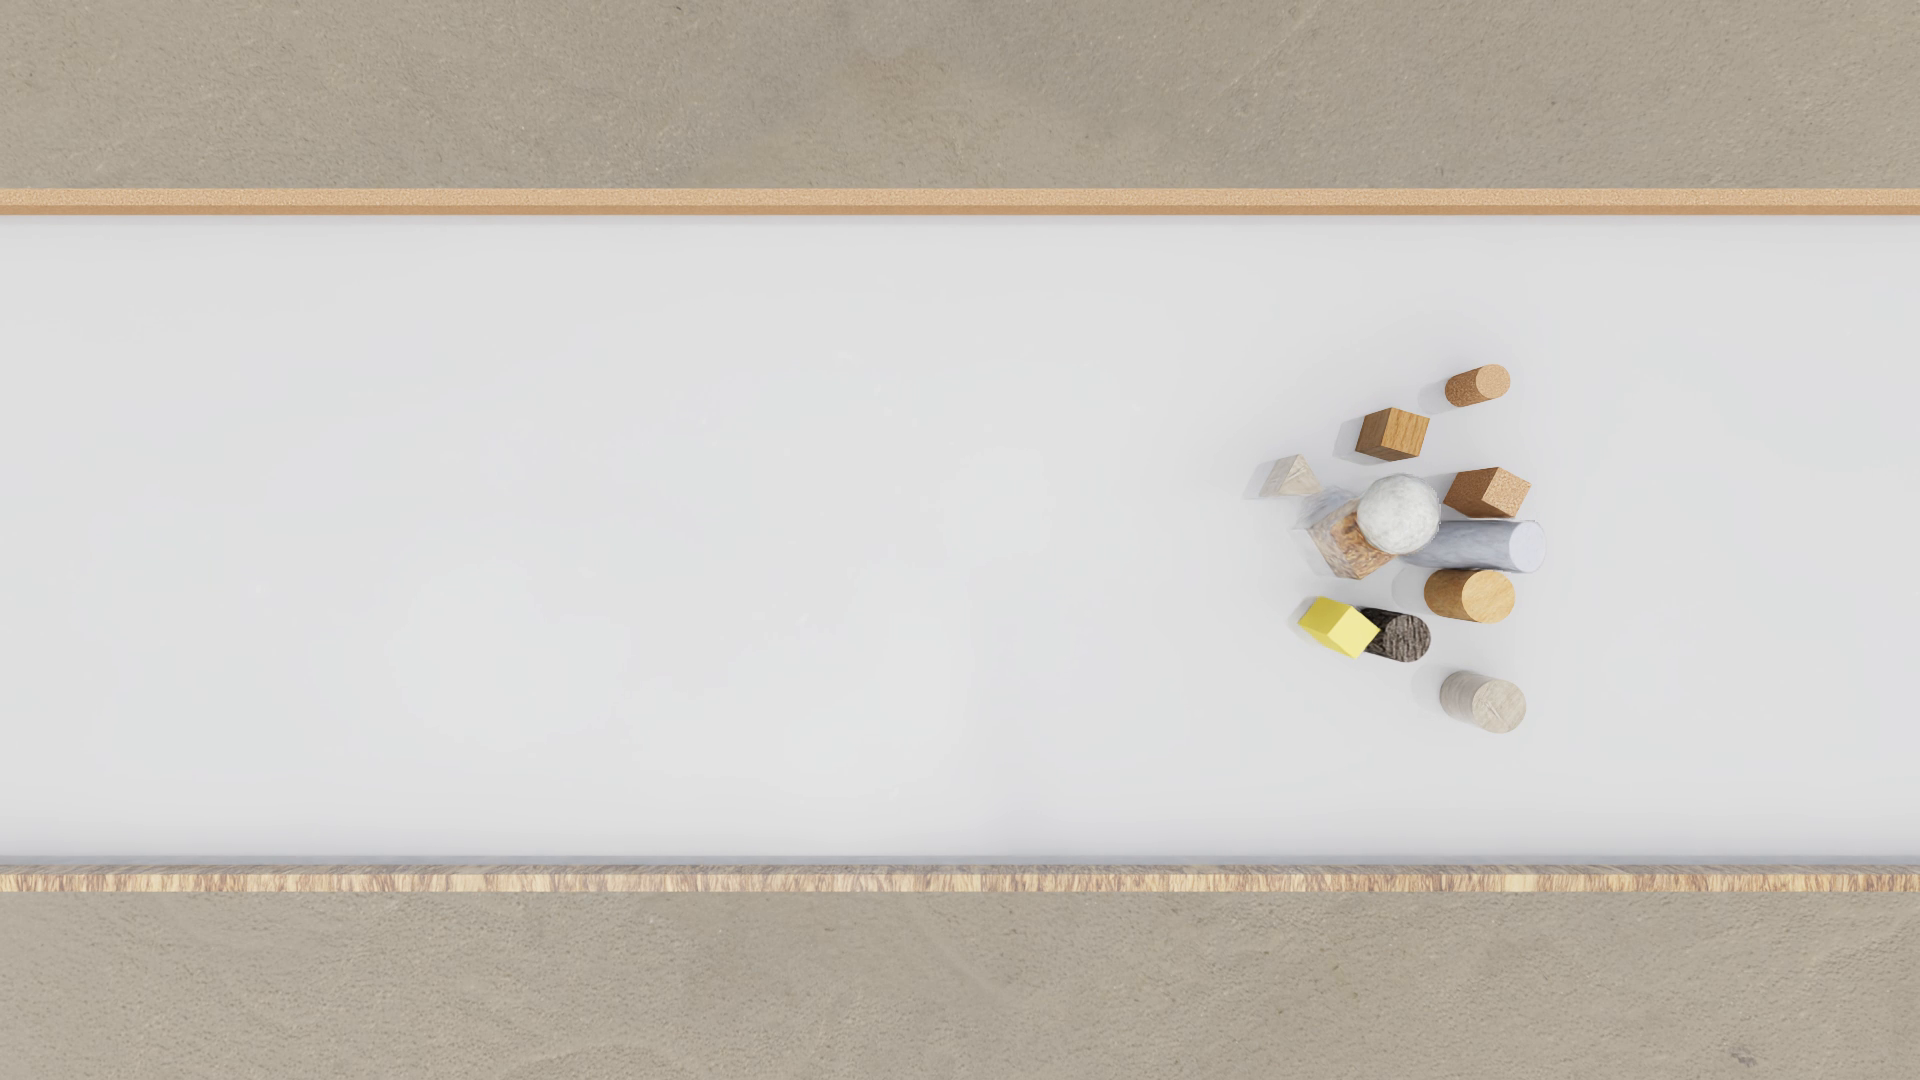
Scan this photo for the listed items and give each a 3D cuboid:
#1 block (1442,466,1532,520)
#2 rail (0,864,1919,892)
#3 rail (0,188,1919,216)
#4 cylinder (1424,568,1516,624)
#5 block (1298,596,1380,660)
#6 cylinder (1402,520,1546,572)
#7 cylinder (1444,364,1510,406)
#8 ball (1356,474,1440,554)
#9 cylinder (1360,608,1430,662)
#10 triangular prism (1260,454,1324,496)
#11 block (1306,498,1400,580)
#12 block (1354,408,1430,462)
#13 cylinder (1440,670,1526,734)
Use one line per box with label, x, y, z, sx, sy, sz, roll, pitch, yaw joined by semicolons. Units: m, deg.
block;1.556;-0.137;4.885;0.107;0.383;0.107;28;90;0
rail;-2.247;1.025;5.001;12.000;0.150;0.050;0;90;0
rail;-2.247;-1.025;5.002;12.000;0.150;0.050;0;90;0
cylinder;1.504;0.162;4.884;0.153;0.384;0.153;0;90;0
block;1.125;0.258;4.915;0.110;0.314;0.110;40;90;-5
cylinder;1.499;0.013;4.852;0.143;0.435;0.143;-1;92;-29
cylinder;1.543;-0.460;4.924;0.101;0.305;0.101;0;90;0
ball;1.237;-0.072;4.659;0.225;0.225;0.225;0;90;0
cylinder;1.273;0.280;4.902;0.138;0.341;0.138;0;91;-3
triangular prism;0.982;-0.193;4.916;0.130;0.322;0.112;-2;90;0
block;1.185;-0.006;4.924;0.176;0.305;0.176;-33;90;0
block;1.286;-0.312;4.919;0.115;0.314;0.115;16;90;0
cylinder;1.553;0.480;4.913;0.157;0.326;0.157;0;90;0
